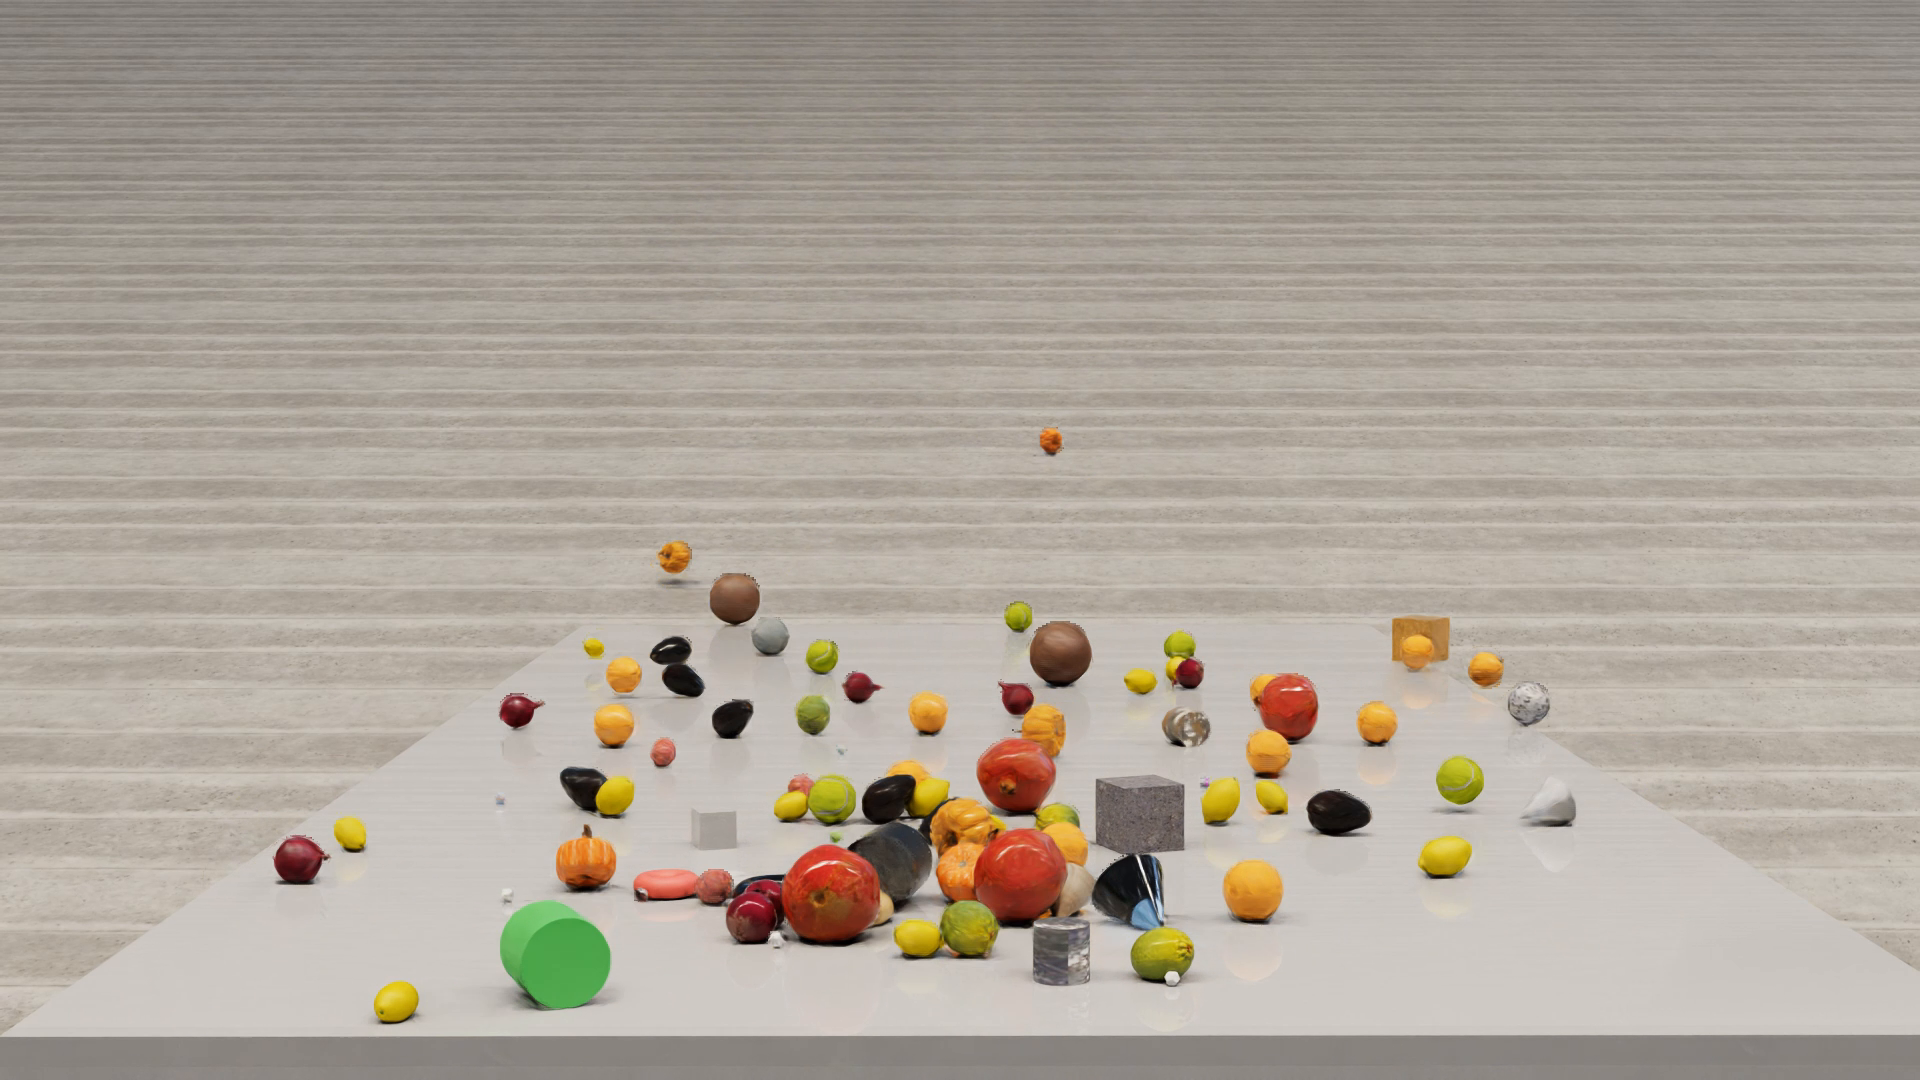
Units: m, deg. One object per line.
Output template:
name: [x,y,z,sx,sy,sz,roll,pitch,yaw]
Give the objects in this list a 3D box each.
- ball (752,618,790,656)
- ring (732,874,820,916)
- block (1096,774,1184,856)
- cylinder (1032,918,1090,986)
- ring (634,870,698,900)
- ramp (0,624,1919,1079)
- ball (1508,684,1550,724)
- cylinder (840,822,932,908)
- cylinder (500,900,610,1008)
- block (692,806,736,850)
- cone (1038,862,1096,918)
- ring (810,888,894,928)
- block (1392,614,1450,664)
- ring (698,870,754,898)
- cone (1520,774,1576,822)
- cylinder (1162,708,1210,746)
ball: [-0.433,0.220,5.856,0.085,0.085,0.085,0,19,0]
ring: [-0.223,0.432,3.129,0.109,0.036,0.109,-1,3,0]
block: [0.247,0.377,3.526,0.091,0.091,0.091,-2,4,-22]
cylinder: [0.110,0.444,2.769,0.061,0.061,0.061,0,4,0]
ring: [-0.368,0.431,3.213,0.083,0.028,0.083,-1,3,0]
ramp: [0.045,0.403,4.539,2.000,0.100,4.000,0,4,0]
ball: [1.046,0.302,4.721,0.076,0.076,0.076,0,19,0]
cylinder: [-0.091,0.402,3.152,0.094,0.094,0.094,4,5,13]
cylinder: [-0.424,0.433,2.686,0.095,0.095,0.095,-8,7,-23]
block: [-0.339,0.396,3.536,0.052,0.052,0.052,-1,4,-19]
cone: [0.123,0.437,3.082,0.072,0.072,0.072,4,31,11]
ring: [-0.129,0.438,3.060,0.101,0.034,0.101,1,3,0]
block: [1.032,0.222,5.751,0.095,0.095,0.095,3,5,34]
ring: [-0.291,0.431,3.220,0.077,0.026,0.077,0,3,0]
cone: [0.835,0.387,3.699,0.075,0.075,0.075,-22,26,-19]
cylinder: [0.394,0.326,4.477,0.062,0.062,0.062,-7,6,-20]
